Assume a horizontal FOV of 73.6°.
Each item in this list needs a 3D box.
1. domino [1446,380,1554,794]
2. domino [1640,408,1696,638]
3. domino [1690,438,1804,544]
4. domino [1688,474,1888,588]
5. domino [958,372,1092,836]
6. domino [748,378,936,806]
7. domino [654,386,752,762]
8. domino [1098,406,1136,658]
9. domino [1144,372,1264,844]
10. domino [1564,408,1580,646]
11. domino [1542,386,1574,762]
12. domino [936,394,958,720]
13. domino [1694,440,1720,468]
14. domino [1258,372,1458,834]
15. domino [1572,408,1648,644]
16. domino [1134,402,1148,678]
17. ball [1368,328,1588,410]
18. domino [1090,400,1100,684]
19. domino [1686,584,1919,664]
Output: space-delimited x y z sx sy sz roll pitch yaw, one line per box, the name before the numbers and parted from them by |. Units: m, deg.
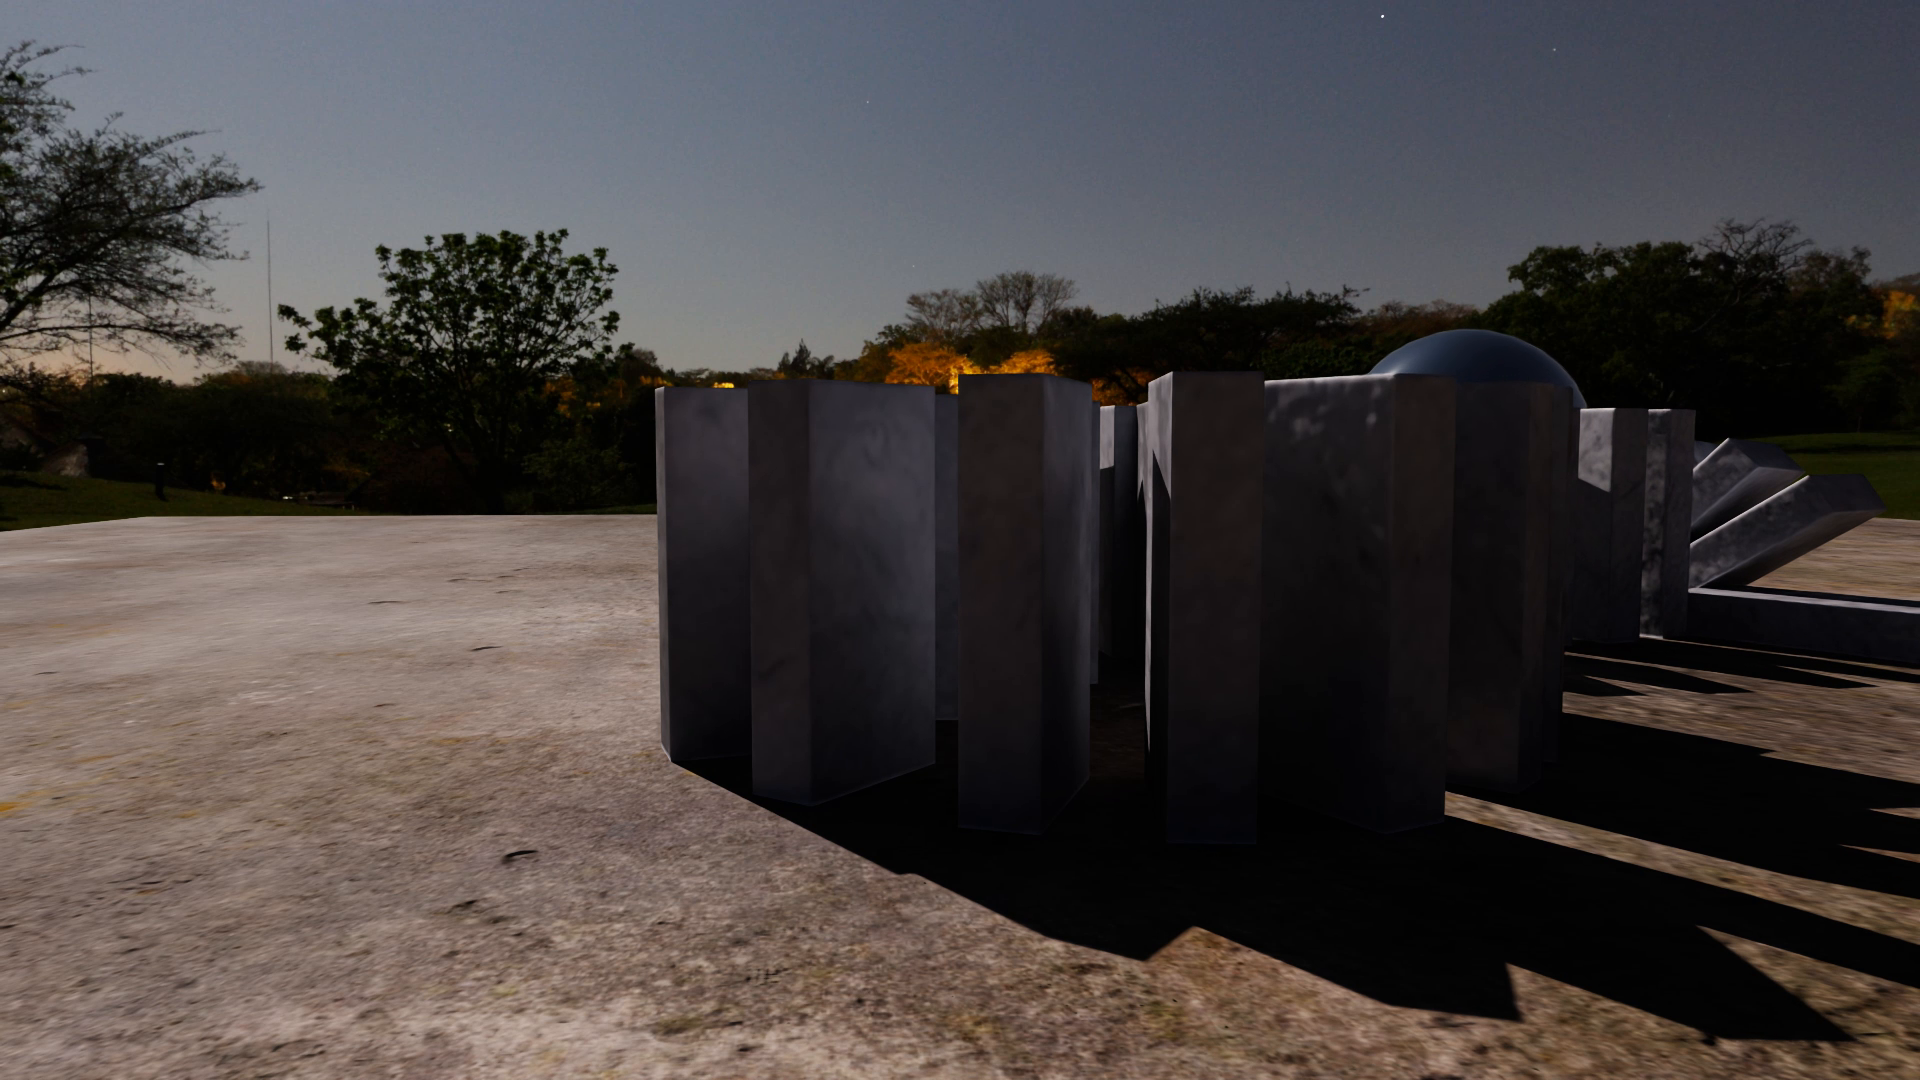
domino | 0.061 0.005 0.166 0.025 0.050 0.009 4 6 40
domino | 0.151 -0.004 0.291 0.010 0.050 0.025 -3 5 -32
domino | 0.177 -0.003 0.313 0.025 0.050 0.010 1 47 -36
domino | 0.182 0.002 0.297 0.025 0.010 0.050 -3 -29 -32
domino | 0.008 0.006 0.151 0.010 0.050 0.025 1 5 18
domino | -0.014 0.005 0.162 0.009 0.050 0.025 3 5 34
domino | -0.029 0.004 0.179 0.025 0.050 0.009 -2 5 -20
domino | 0.033 -0.002 0.266 0.010 0.050 0.025 -1 4 -9
domino | 0.027 0.007 0.147 0.009 0.050 0.025 0 4 3
domino | 0.122 -0.003 0.280 0.009 0.050 0.025 -1 4 -13
domino | 0.071 0.004 0.180 0.025 0.050 0.010 2 5 28
domino | 0.000 0.002 0.201 0.025 0.050 0.010 0 4 0
domino | 0.170 -0.004 0.324 0.025 0.050 0.009 2 46 -37
domino | 0.044 0.006 0.151 0.009 0.050 0.025 -2 5 -29
domino | 0.137 -0.004 0.284 0.009 0.050 0.025 -2 5 -22
domino | 0.039 0.000 0.240 0.010 0.050 0.025 0 4 3
ball | 0.166 -0.029 0.424 0.080 0.080 0.080 0 4 0
domino | 0.015 0.000 0.236 0.009 0.050 0.025 -2 5 -25
domino | 0.184 0.017 0.275 0.025 0.009 0.050 -3 5 -32
